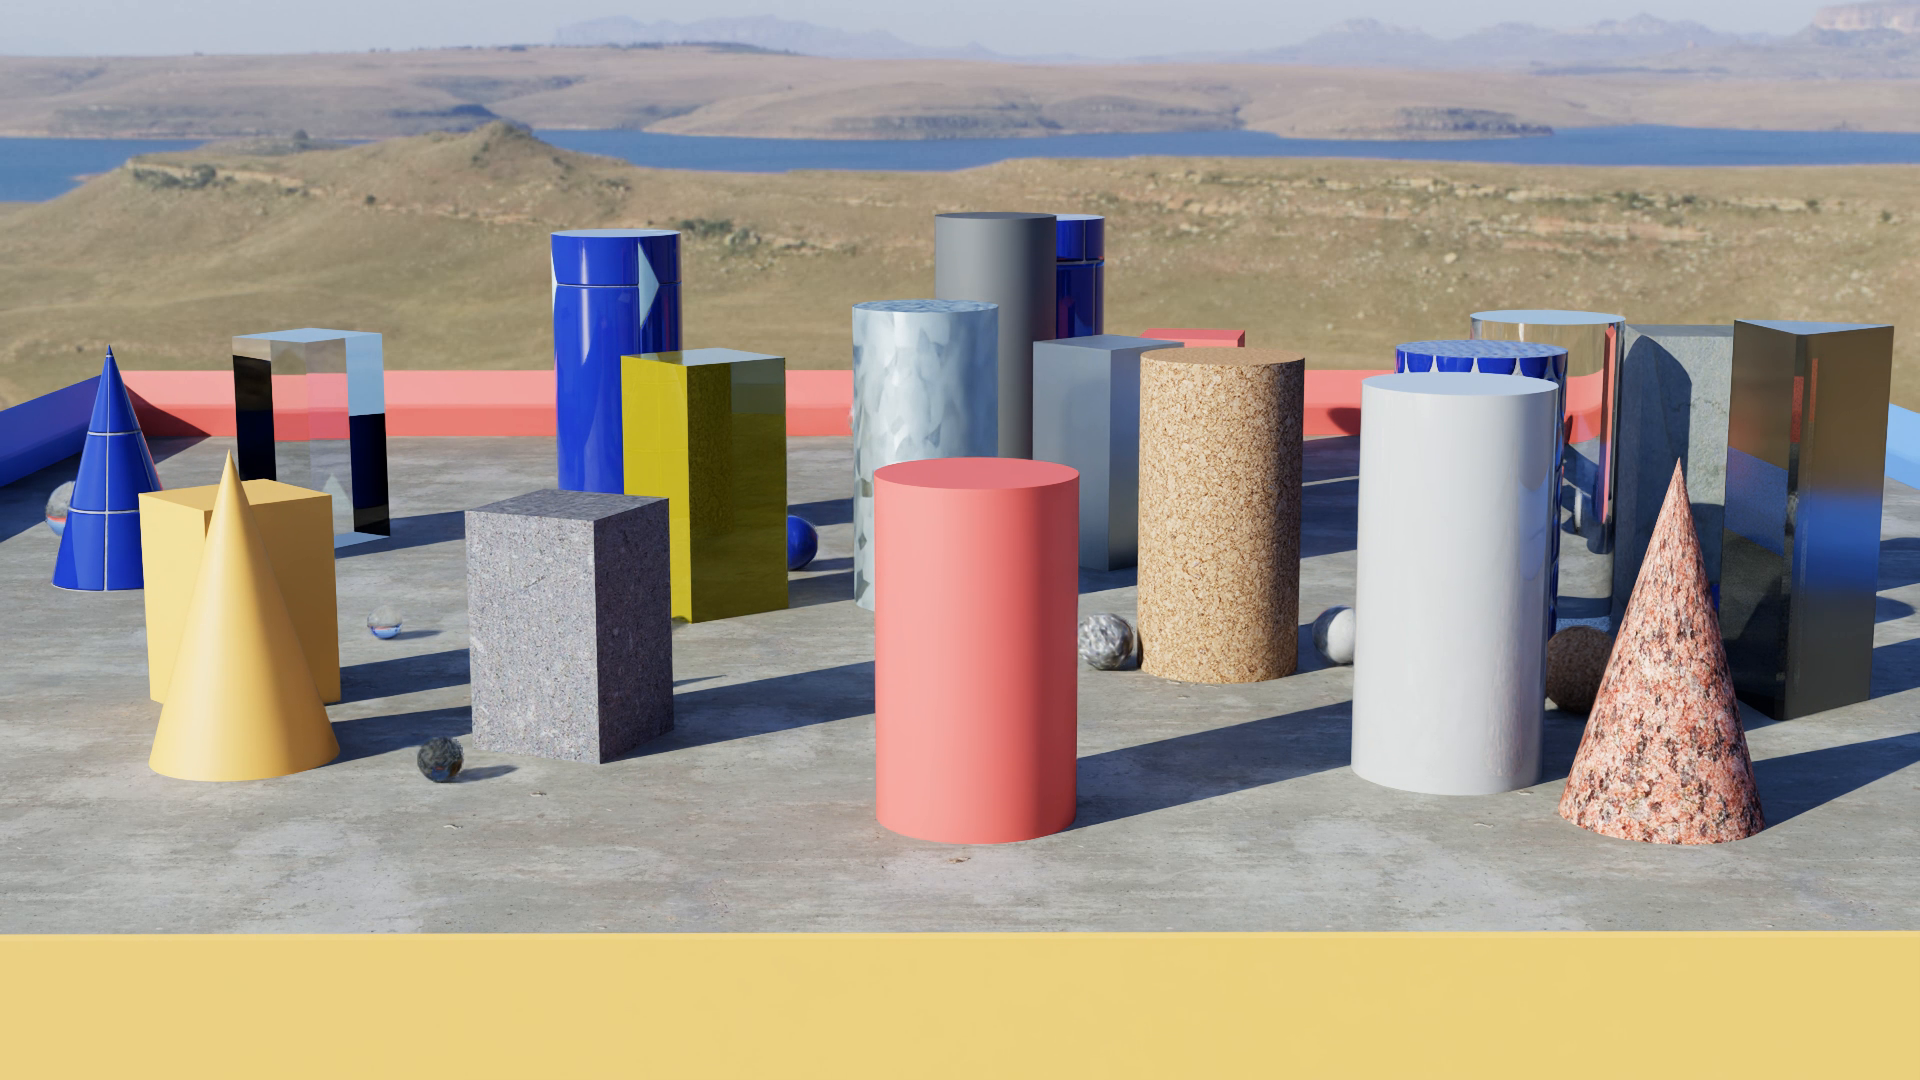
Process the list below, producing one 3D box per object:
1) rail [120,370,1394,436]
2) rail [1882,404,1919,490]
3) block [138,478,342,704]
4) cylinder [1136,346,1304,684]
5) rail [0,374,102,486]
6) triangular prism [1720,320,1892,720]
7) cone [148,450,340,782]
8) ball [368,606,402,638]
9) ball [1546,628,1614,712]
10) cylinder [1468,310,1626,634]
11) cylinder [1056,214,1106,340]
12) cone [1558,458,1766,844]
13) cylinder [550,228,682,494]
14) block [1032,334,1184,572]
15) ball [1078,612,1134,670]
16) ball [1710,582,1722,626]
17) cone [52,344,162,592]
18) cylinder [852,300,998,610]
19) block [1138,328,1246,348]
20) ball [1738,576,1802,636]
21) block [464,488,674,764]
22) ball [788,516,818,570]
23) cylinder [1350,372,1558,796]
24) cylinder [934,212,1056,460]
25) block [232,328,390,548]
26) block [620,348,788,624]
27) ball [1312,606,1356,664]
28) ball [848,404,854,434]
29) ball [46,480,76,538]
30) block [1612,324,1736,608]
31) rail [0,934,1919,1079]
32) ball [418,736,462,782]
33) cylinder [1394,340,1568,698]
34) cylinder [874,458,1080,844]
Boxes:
[{"bbox_3d":[-0.010,-0.268,5.075,3.346,0.128,0.045,0,10,0],"label":"rail"},{"bbox_3d":[1.649,0.031,3.458,0.045,0.128,3.356,0,10,0],"label":"rail"},{"bbox_3d":[-0.830,0.067,2.960,0.158,0.242,0.158,-10,14,-42],"label":"block"},{"bbox_3d":[0.316,-0.034,3.122,0.197,0.382,0.197,0,10,0],"label":"cylinder"},{"bbox_3d":[-1.649,0.035,3.439,0.045,0.128,3.356,0,10,0],"label":"rail"},{"bbox_3d":[0.945,-0.031,2.956,0.171,0.435,0.148,-8,13,-36],"label":"triangular prism"},{"bbox_3d":[-0.763,0.068,2.709,0.197,0.331,0.197,0,10,0],"label":"cone"},{"bbox_3d":[-0.740,0.106,3.296,0.043,0.043,0.043,0,10,0],"label":"ball"},{"bbox_3d":[0.707,0.148,2.922,0.097,0.097,0.097,0,10,0],"label":"ball"},{"bbox_3d":[0.760,-0.090,3.359,0.197,0.405,0.197,0,10,0],"label":"cylinder"},{"bbox_3d":[0.152,-0.328,4.475,0.197,0.467,0.197,0,10,0],"label":"cylinder"},{"bbox_3d":[0.690,0.095,2.492,0.197,0.356,0.197,0,10,0],"label":"cone"},{"bbox_3d":[-0.524,-0.235,3.954,0.197,0.474,0.197,0,10,0],"label":"cylinder"},{"bbox_3d":[0.220,-0.134,3.817,0.158,0.324,0.158,-10,14,-42],"label":"block"},{"bbox_3d":[0.177,0.123,3.129,0.069,0.069,0.069,0,10,0],"label":"ball"},{"bbox_3d":[1.001,0.085,3.363,0.059,0.059,0.059,0,10,0],"label":"ball"},{"bbox_3d":[-1.203,-0.111,3.658,0.197,0.338,0.197,0,10,0],"label":"cone"},{"bbox_3d":[-0.047,-0.116,3.498,0.197,0.406,0.197,0,10,0],"label":"cylinder"},{"bbox_3d":[0.374,-0.184,4.156,0.158,0.300,0.158,2,11,10],"label":"block"},{"bbox_3d":[1.045,0.085,3.311,0.078,0.078,0.078,0,10,0],"label":"ball"},{"bbox_3d":[-0.421,0.090,2.784,0.158,0.261,0.158,4,11,23],"label":"block"},{"bbox_3d":[-0.247,0.005,3.740,0.080,0.080,0.080,0,10,0],"label":"ball"},{"bbox_3d":[0.509,0.040,2.652,0.197,0.406,0.197,0,10,0],"label":"cylinder"},{"bbox_3d":[0.058,-0.285,4.190,0.197,0.486,0.197,0,10,0],"label":"cylinder"},{"bbox_3d":[-1.000,-0.158,3.960,0.158,0.319,0.158,7,12,32],"label":"block"},{"bbox_3d":[-0.344,-0.077,3.464,0.158,0.342,0.158,-9,14,-39],"label":"block"},{"bbox_3d":[0.468,0.117,3.157,0.072,0.072,0.072,0,10,0],"label":"ball"},{"bbox_3d":[-0.173,-0.237,5.014,0.091,0.091,0.091,0,10,0],"label":"ball"},{"bbox_3d":[-1.357,-0.043,3.951,0.098,0.098,0.098,0,10,0],"label":"ball"},{"bbox_3d":[0.984,-0.096,3.469,0.158,0.376,0.158,1,11,5],"label":"block"},{"bbox_3d":[0.010,0.334,1.822,3.346,0.128,0.045,0,10,0],"label":"rail"},{"bbox_3d":[-0.535,0.226,2.640,0.046,0.046,0.046,0,10,0],"label":"ball"},{"bbox_3d":[0.605,-0.025,3.015,0.197,0.402,0.197,0,10,0],"label":"cylinder"},{"bbox_3d":[0.016,0.103,2.495,0.197,0.340,0.197,0,10,0],"label":"cylinder"}]
